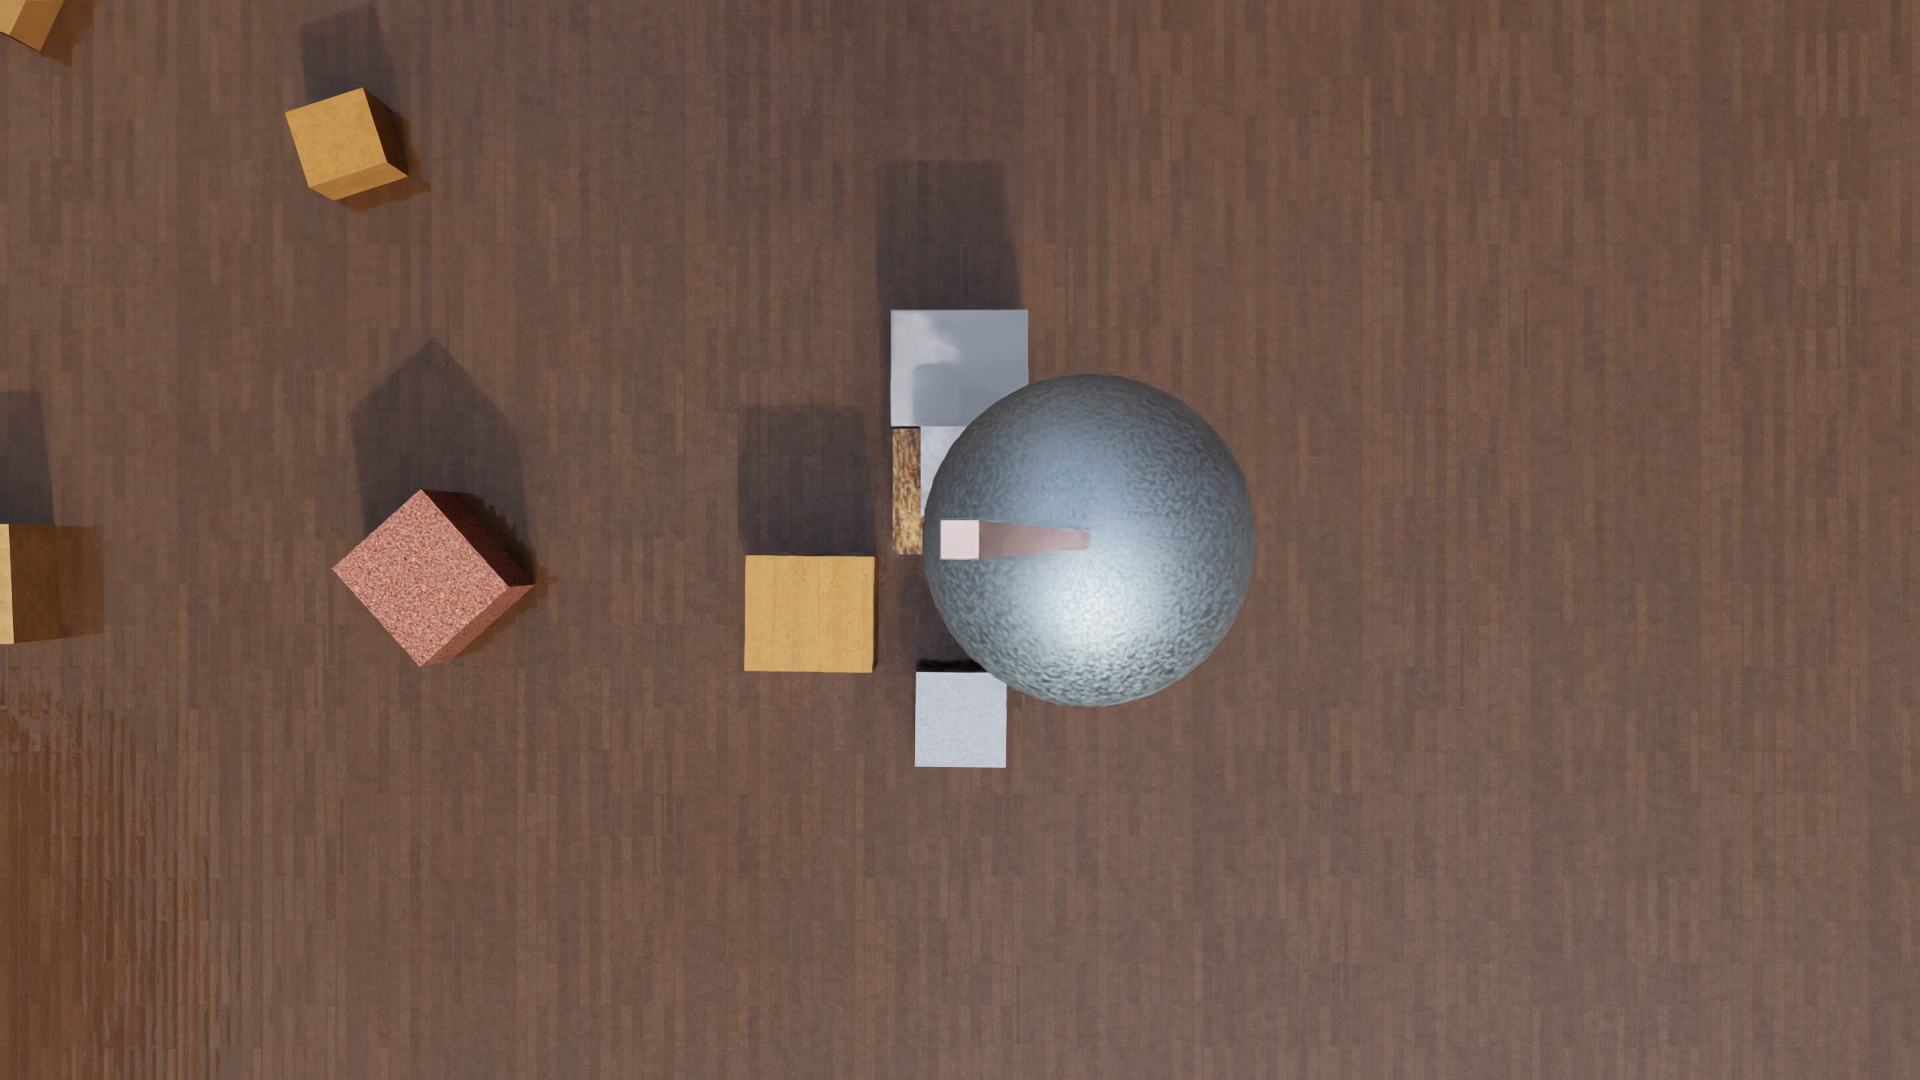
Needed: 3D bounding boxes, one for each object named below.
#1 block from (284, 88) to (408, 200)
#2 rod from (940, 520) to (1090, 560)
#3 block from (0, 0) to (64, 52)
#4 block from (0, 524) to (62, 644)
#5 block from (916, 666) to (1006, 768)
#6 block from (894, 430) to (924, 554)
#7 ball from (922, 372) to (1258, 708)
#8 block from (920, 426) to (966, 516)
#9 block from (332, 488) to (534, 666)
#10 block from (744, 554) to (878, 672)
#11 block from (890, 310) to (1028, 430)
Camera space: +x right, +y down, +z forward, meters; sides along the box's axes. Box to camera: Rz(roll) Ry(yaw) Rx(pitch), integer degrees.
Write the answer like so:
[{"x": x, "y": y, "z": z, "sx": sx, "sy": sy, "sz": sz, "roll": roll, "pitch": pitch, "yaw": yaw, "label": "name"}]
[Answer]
[{"x": -3.549, "y": -2.290, "z": 12.752, "sx": 0.465, "sy": 0.497, "sz": 0.446, "roll": -18, "pitch": 90, "yaw": 0, "label": "block"}, {"x": 0.267, "y": 0.000, "z": 7.149, "sx": 0.080, "sy": 5.200, "sz": 0.080, "roll": 0, "pitch": 90, "yaw": 6, "label": "rod"}, {"x": -5.522, "y": -3.181, "z": 12.791, "sx": 0.400, "sy": 0.418, "sz": 0.458, "roll": 25, "pitch": 90, "yaw": 0, "label": "block"}, {"x": -5.713, "y": 0.264, "z": 12.675, "sx": 0.770, "sy": 0.651, "sz": 0.671, "roll": -3, "pitch": 90, "yaw": 0, "label": "block"}, {"x": 0.005, "y": 1.013, "z": 12.710, "sx": 0.513, "sy": 0.580, "sz": 0.537, "roll": 1, "pitch": 90, "yaw": 0, "label": "block"}, {"x": -0.006, "y": -0.272, "z": 12.660, "sx": 0.739, "sy": 0.679, "sz": 0.698, "roll": 0, "pitch": 90, "yaw": 0, "label": "block"}, {"x": 0.615, "y": 0.000, "z": 10.531, "sx": 1.600, "sy": 1.600, "sz": 1.600, "roll": 0, "pitch": 90, "yaw": 0, "label": "ball"}, {"x": 0.017, "y": -0.373, "z": 12.115, "sx": 0.461, "sy": 0.410, "sz": 0.485, "roll": 0, "pitch": 90, "yaw": 0, "label": "block"}, {"x": -3.005, "y": 0.211, "z": 12.624, "sx": 0.665, "sy": 0.753, "sz": 0.735, "roll": -42, "pitch": 90, "yaw": 0, "label": "block"}, {"x": -0.842, "y": 0.412, "z": 12.636, "sx": 0.715, "sy": 0.727, "sz": 0.644, "roll": 1, "pitch": 90, "yaw": 0, "label": "block"}, {"x": -0.003, "y": -0.955, "z": 12.606, "sx": 0.761, "sy": 0.789, "sz": 0.647, "roll": 0, "pitch": 90, "yaw": 0, "label": "block"}]
